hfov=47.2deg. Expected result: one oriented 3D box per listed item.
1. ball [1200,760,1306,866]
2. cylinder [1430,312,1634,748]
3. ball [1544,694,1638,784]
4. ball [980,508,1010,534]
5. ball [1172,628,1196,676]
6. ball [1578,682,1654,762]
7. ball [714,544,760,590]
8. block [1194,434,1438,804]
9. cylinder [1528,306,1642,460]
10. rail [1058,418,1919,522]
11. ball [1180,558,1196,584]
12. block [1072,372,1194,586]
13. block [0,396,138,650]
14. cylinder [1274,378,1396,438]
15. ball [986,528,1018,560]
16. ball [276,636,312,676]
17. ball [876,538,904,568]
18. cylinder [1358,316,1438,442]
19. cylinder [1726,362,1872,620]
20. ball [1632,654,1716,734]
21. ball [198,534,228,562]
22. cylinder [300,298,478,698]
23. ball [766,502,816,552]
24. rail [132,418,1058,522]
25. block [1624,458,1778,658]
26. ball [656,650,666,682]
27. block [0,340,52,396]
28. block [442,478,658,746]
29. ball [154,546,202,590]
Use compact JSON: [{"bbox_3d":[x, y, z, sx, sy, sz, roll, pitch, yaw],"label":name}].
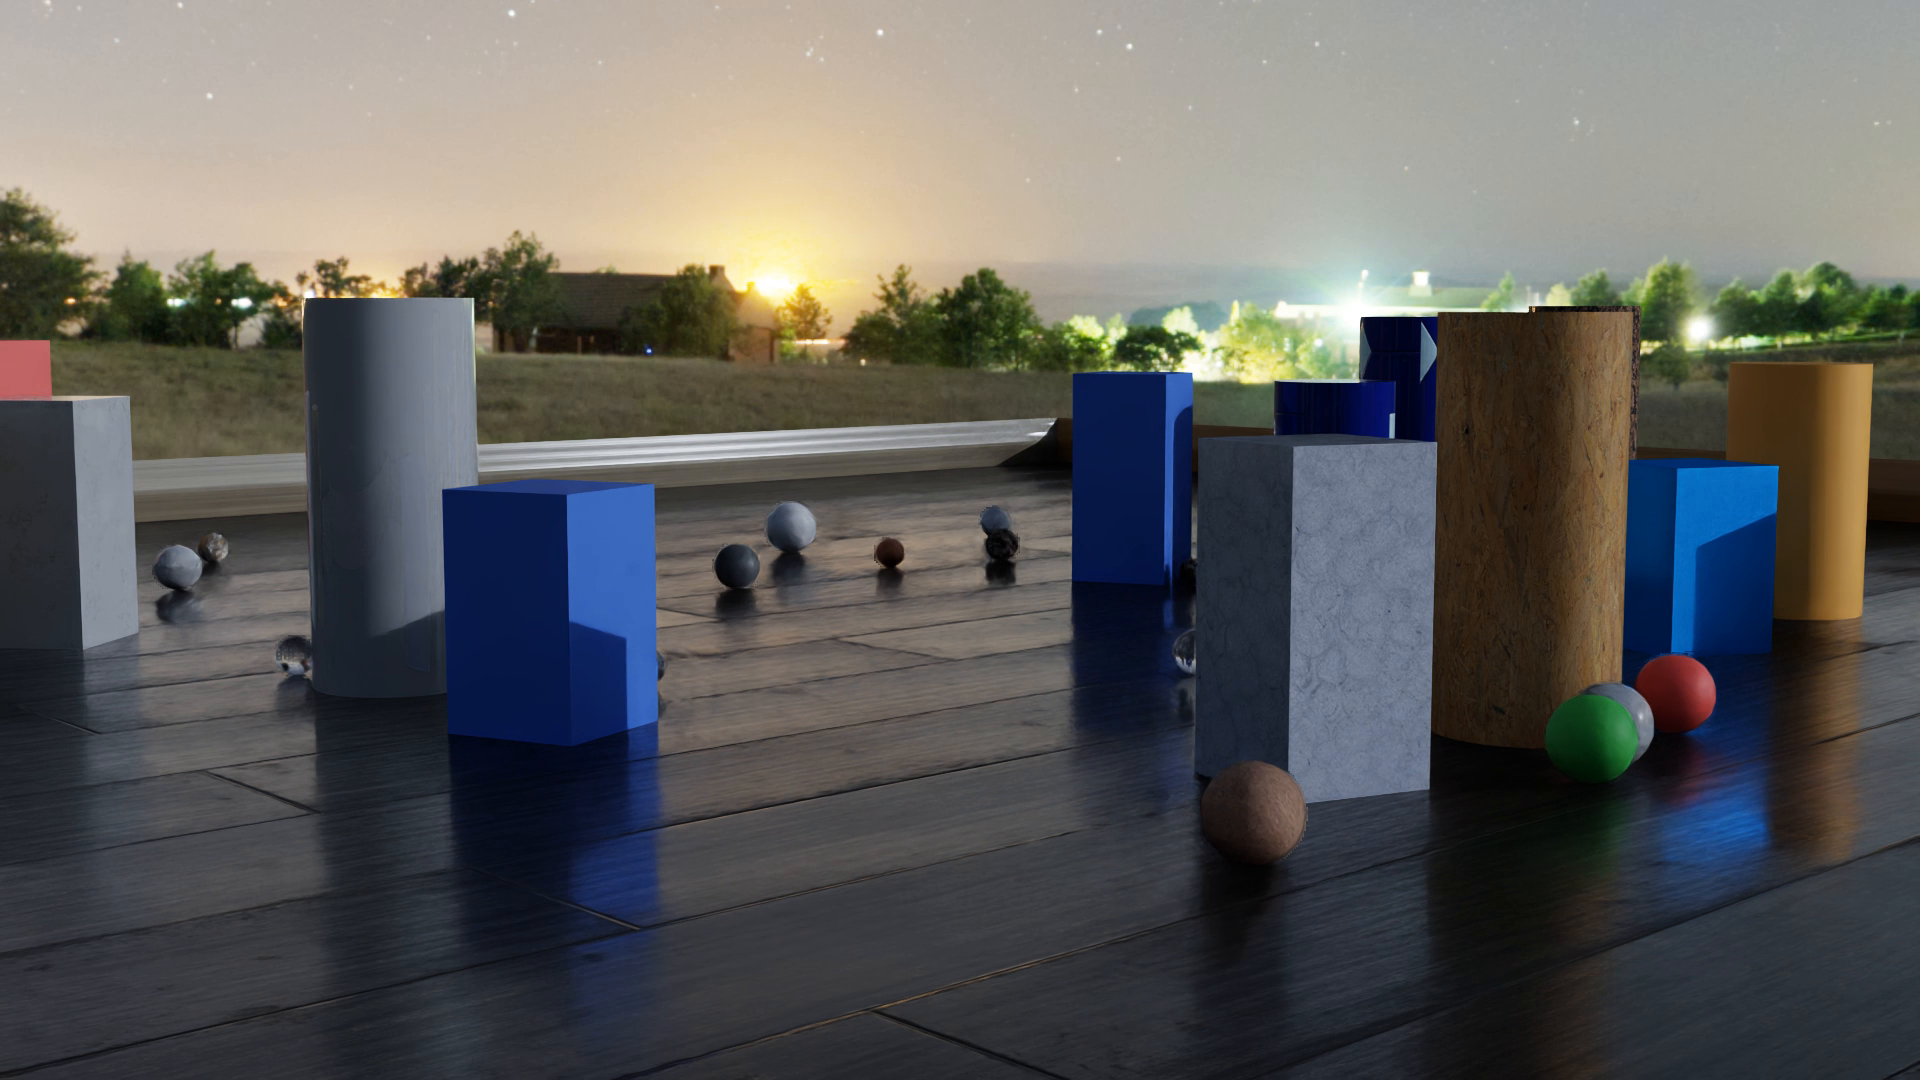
[{"bbox_3d":[0.236,0.220,1.773,0.084,0.084,0.084,0,6,0],"label":"ball"},{"bbox_3d":[0.600,-0.018,2.318,0.198,0.443,0.198,0,6,0],"label":"cylinder"},{"bbox_3d":[0.596,0.188,2.076,0.085,0.085,0.085,0,6,0],"label":"ball"},{"bbox_3d":[0.070,-0.036,4.348,0.057,0.057,0.057,0,6,0],"label":"ball"},{"bbox_3d":[0.289,0.137,2.692,0.058,0.058,0.058,0,6,0],"label":"ball"},{"bbox_3d":[0.636,0.181,2.150,0.083,0.083,0.083,0,6,0],"label":"ball"},{"bbox_3d":[-0.358,0.042,3.526,0.073,0.073,0.073,0,6,0],"label":"ball"},{"bbox_3d":[0.333,0.067,2.073,0.158,0.324,0.158,-3,7,-26],"label":"block"},{"bbox_3d":[1.130,-0.198,4.002,0.198,0.453,0.198,0,6,0],"label":"cylinder"},{"bbox_3d":[1.720,-0.131,4.910,0.045,0.129,4.277,-5,8,-42],"label":"rail"},{"bbox_3d":[0.379,0.051,3.585,0.043,0.043,0.043,0,6,0],"label":"ball"},{"bbox_3d":[0.288,-0.107,3.663,0.158,0.342,0.158,2,6,22],"label":"block"},{"bbox_3d":[-1.226,-0.027,2.964,0.158,0.328,0.158,1,6,5],"label":"block"},{"bbox_3d":[0.619,-0.099,3.648,0.198,0.329,0.198,0,6,0],"label":"cylinder"},{"bbox_3d":[0.074,0.008,3.928,0.057,0.057,0.057,0,6,0],"label":"ball"},{"bbox_3d":[-0.813,0.142,2.692,0.048,0.048,0.048,0,6,0],"label":"ball"},{"bbox_3d":[-0.121,0.022,3.829,0.051,0.051,0.051,0,6,0],"label":"ball"},{"bbox_3d":[0.891,-0.227,4.370,0.198,0.433,0.198,0,6,0],"label":"cylinder"},{"bbox_3d":[1.236,-0.077,3.252,0.198,0.367,0.198,0,6,0],"label":"cylinder"},{"bbox_3d":[0.754,0.162,2.321,0.084,0.084,0.084,0,6,0],"label":"ball"},{"bbox_3d":[-1.324,0.014,3.900,0.052,0.052,0.052,0,6,0],"label":"ball"},{"bbox_3d":[-0.673,-0.056,2.612,0.198,0.459,0.198,0,6,0],"label":"cylinder"},{"bbox_3d":[-0.312,-0.023,4.056,0.093,0.093,0.093,0,6,0],"label":"ball"},{"bbox_3d":[-1.434,-0.128,4.877,4.727,0.129,0.045,-5,8,-42],"label":"rail"},{"bbox_3d":[0.958,0.020,2.907,0.158,0.245,0.158,-2,6,-20],"label":"block"},{"bbox_3d":[-0.374,0.150,2.606,0.050,0.050,0.050,0,6,0],"label":"ball"},{"bbox_3d":[-1.693,-0.150,3.828,0.158,0.393,0.158,5,8,39],"label":"block"},{"bbox_3d":[-0.435,0.072,2.346,0.158,0.259,0.158,3,7,26],"label":"block"},{"bbox_3d":[-1.249,0.044,3.512,0.072,0.072,0.072,0,6,0],"label":"ball"}]
